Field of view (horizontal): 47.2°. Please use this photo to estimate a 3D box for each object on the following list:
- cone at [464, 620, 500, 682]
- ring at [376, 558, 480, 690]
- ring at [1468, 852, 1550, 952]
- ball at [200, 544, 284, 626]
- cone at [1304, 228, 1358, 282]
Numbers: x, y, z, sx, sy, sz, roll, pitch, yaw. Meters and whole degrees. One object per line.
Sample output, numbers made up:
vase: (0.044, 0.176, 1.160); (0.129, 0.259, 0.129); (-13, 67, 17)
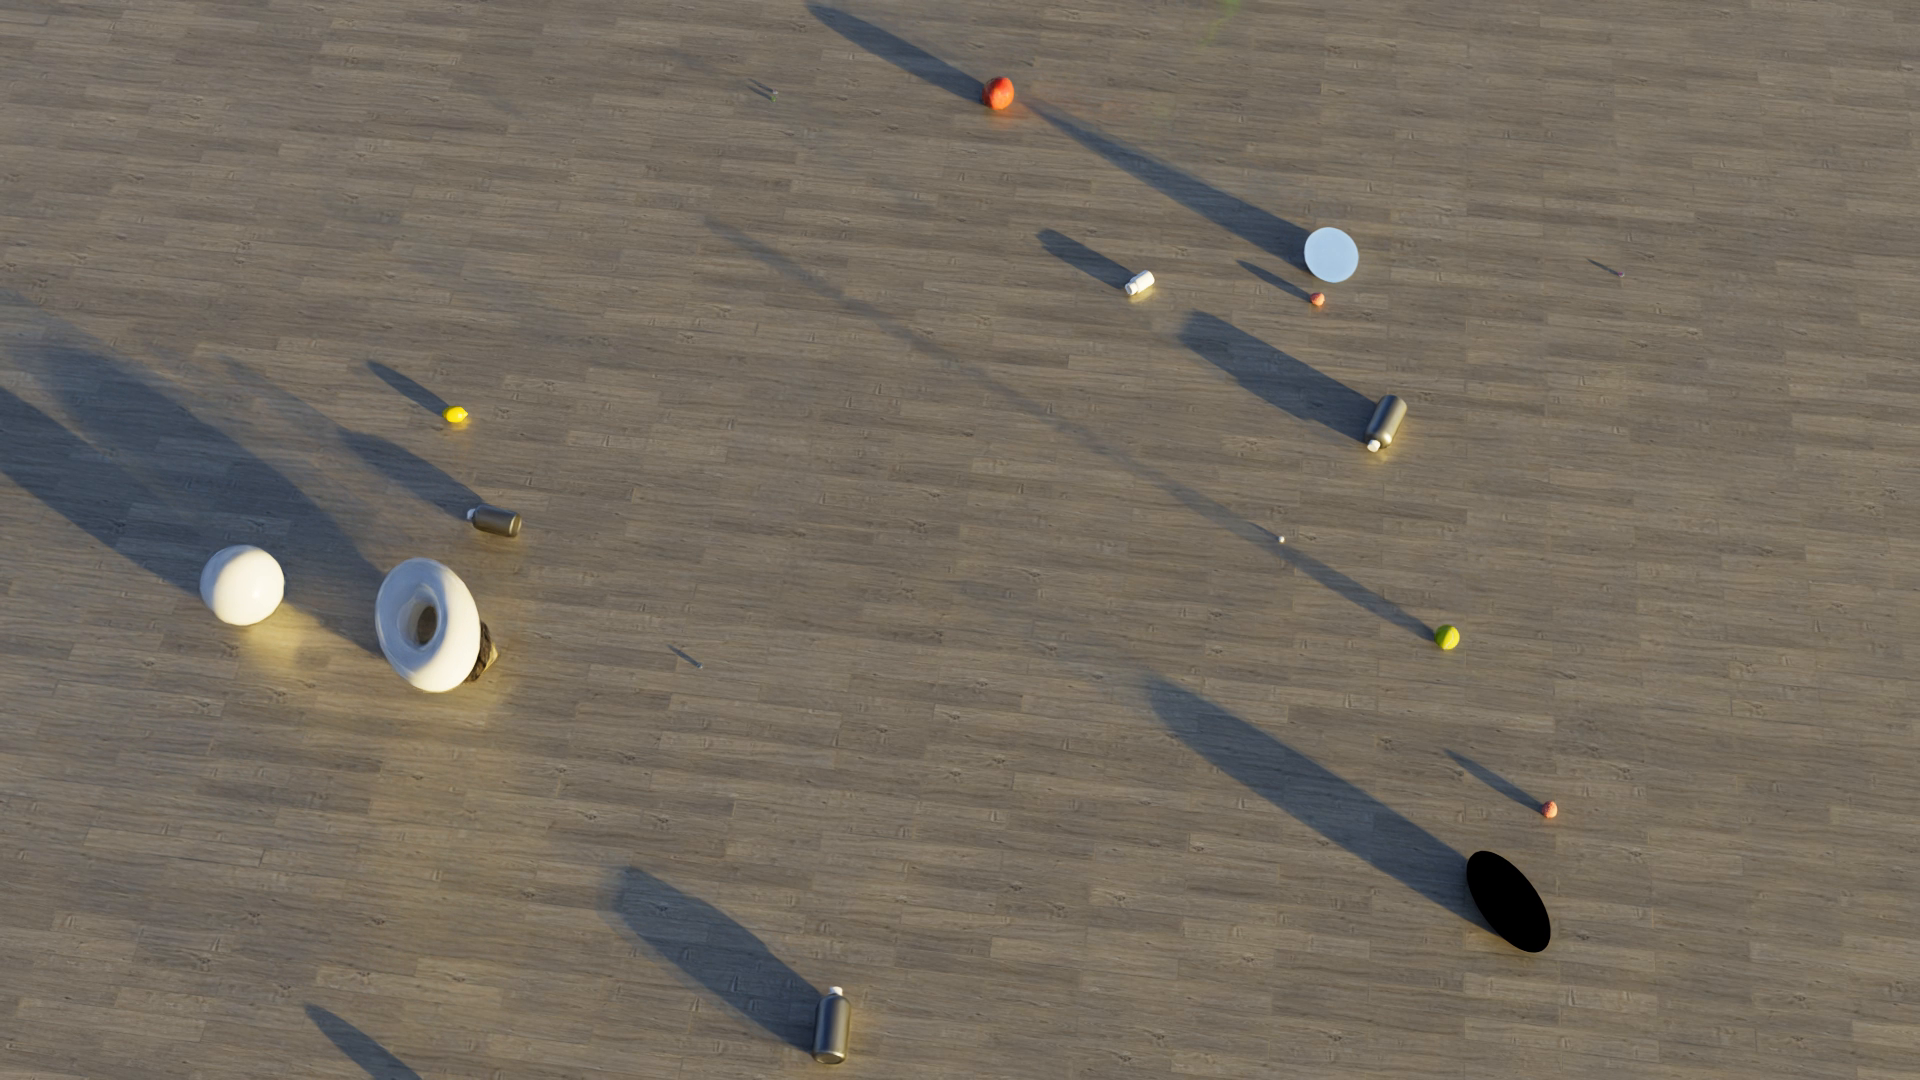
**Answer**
cone: (-1.360, 0.325, 6.315); (0.097, 0.178, 0.185); (16, 42, -45)
ring: (-1.522, 0.239, 6.285); (0.296, 0.144, 0.447); (-34, 58, 7)
ring: (1.458, 0.961, 5.850); (0.139, 0.134, 0.310); (-26, 59, -13)
ball: (-2.071, 0.130, 6.347); (0.232, 0.232, 0.232); (0, 56, 0)
cone: (1.217, -0.948, 7.164); (0.168, 0.187, 0.145); (-30, 12, 25)
